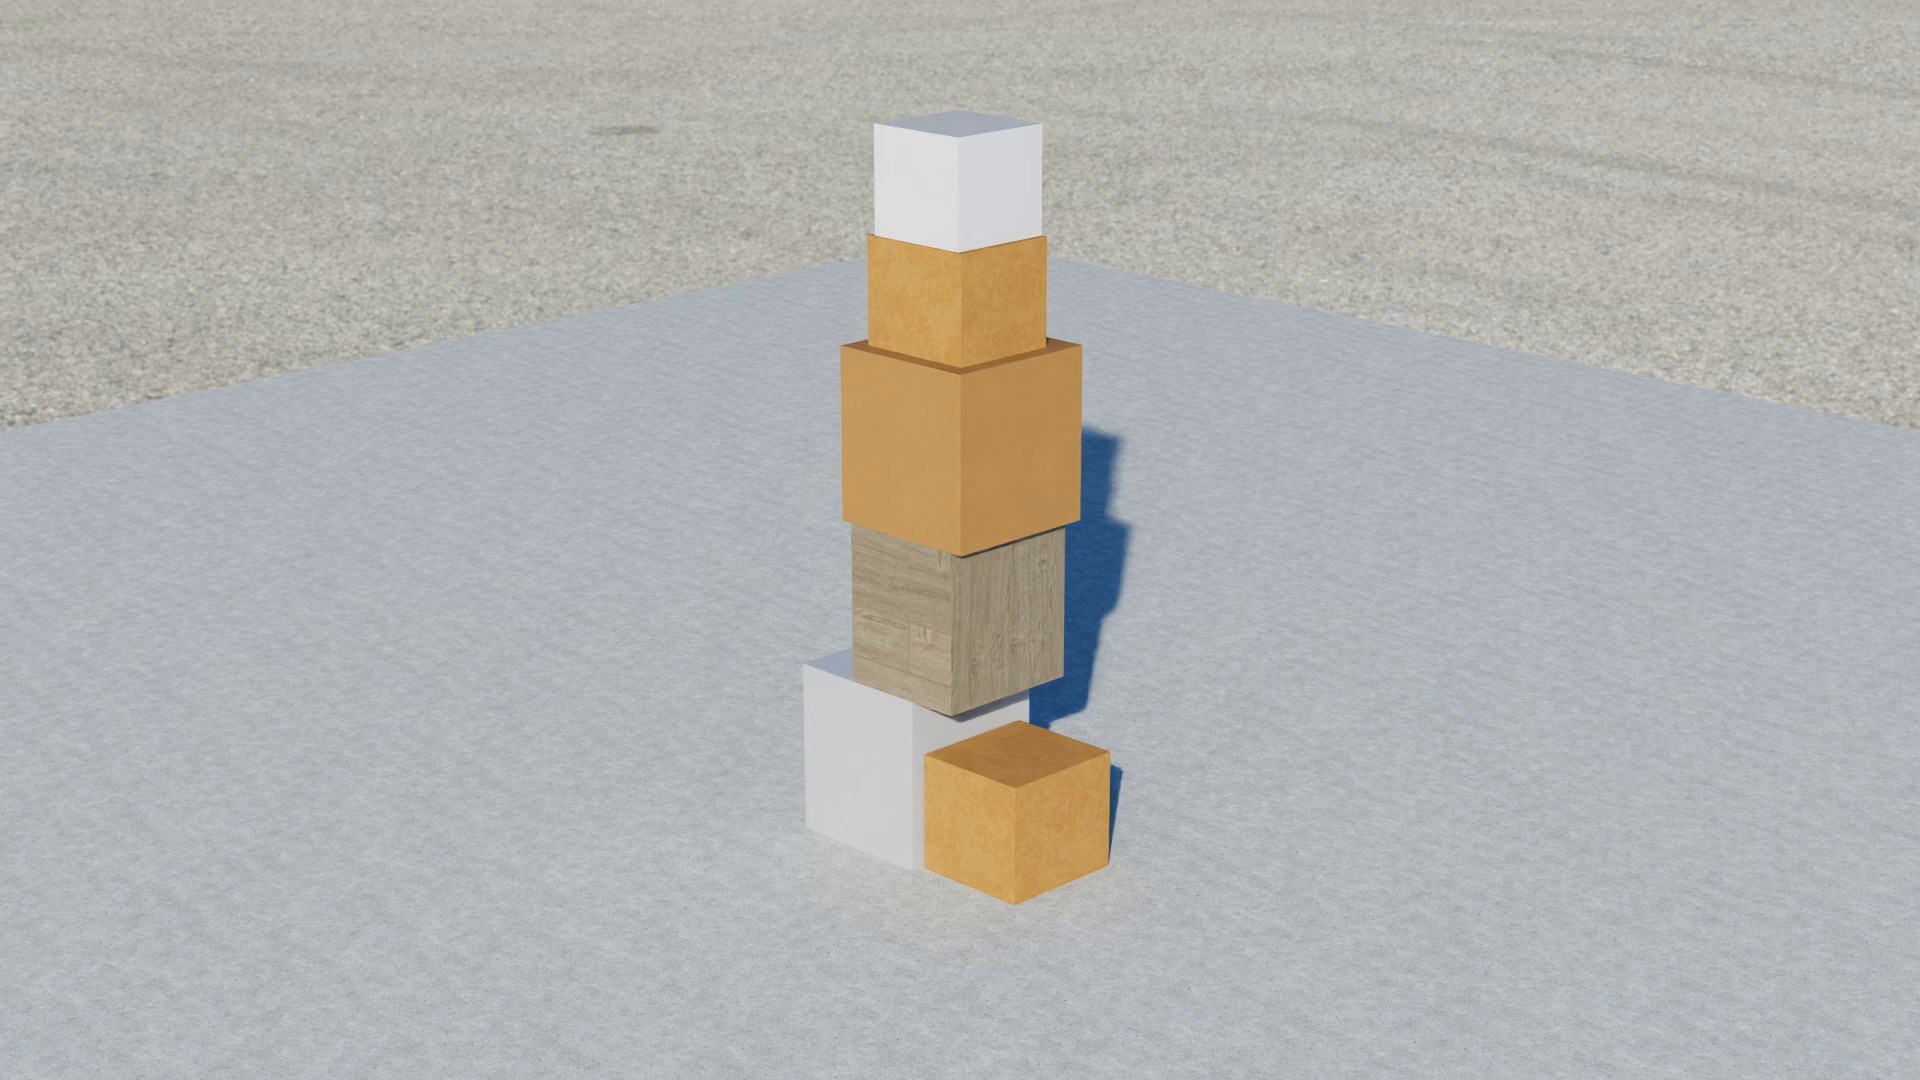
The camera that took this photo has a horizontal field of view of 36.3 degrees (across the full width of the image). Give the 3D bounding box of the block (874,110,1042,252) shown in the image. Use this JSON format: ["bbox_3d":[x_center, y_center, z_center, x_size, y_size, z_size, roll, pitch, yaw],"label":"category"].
[{"bbox_3d":[-0.008,-1.577,12.838,0.519,0.495,0.519,-17,24,-42],"label":"block"}]

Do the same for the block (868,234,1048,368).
[{"bbox_3d":[-0.012,-1.101,12.983,0.534,0.500,0.585,-17,24,-42],"label":"block"}]

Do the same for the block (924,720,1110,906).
[{"bbox_3d":[0.262,1.241,13.455,0.625,0.564,0.577,-17,24,-42],"label":"block"}]

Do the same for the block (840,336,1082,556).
[{"bbox_3d":[0.007,-0.479,13.198,0.769,0.816,0.758,-17,24,-42],"label":"block"}]

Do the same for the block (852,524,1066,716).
[{"bbox_3d":[-0.006,0.277,13.422,0.734,0.761,0.641,-17,24,-42],"label":"block"}]

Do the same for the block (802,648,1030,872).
[{"bbox_3d":[-0.205,0.972,13.867,0.767,0.831,0.734,-17,24,-42],"label":"block"}]
